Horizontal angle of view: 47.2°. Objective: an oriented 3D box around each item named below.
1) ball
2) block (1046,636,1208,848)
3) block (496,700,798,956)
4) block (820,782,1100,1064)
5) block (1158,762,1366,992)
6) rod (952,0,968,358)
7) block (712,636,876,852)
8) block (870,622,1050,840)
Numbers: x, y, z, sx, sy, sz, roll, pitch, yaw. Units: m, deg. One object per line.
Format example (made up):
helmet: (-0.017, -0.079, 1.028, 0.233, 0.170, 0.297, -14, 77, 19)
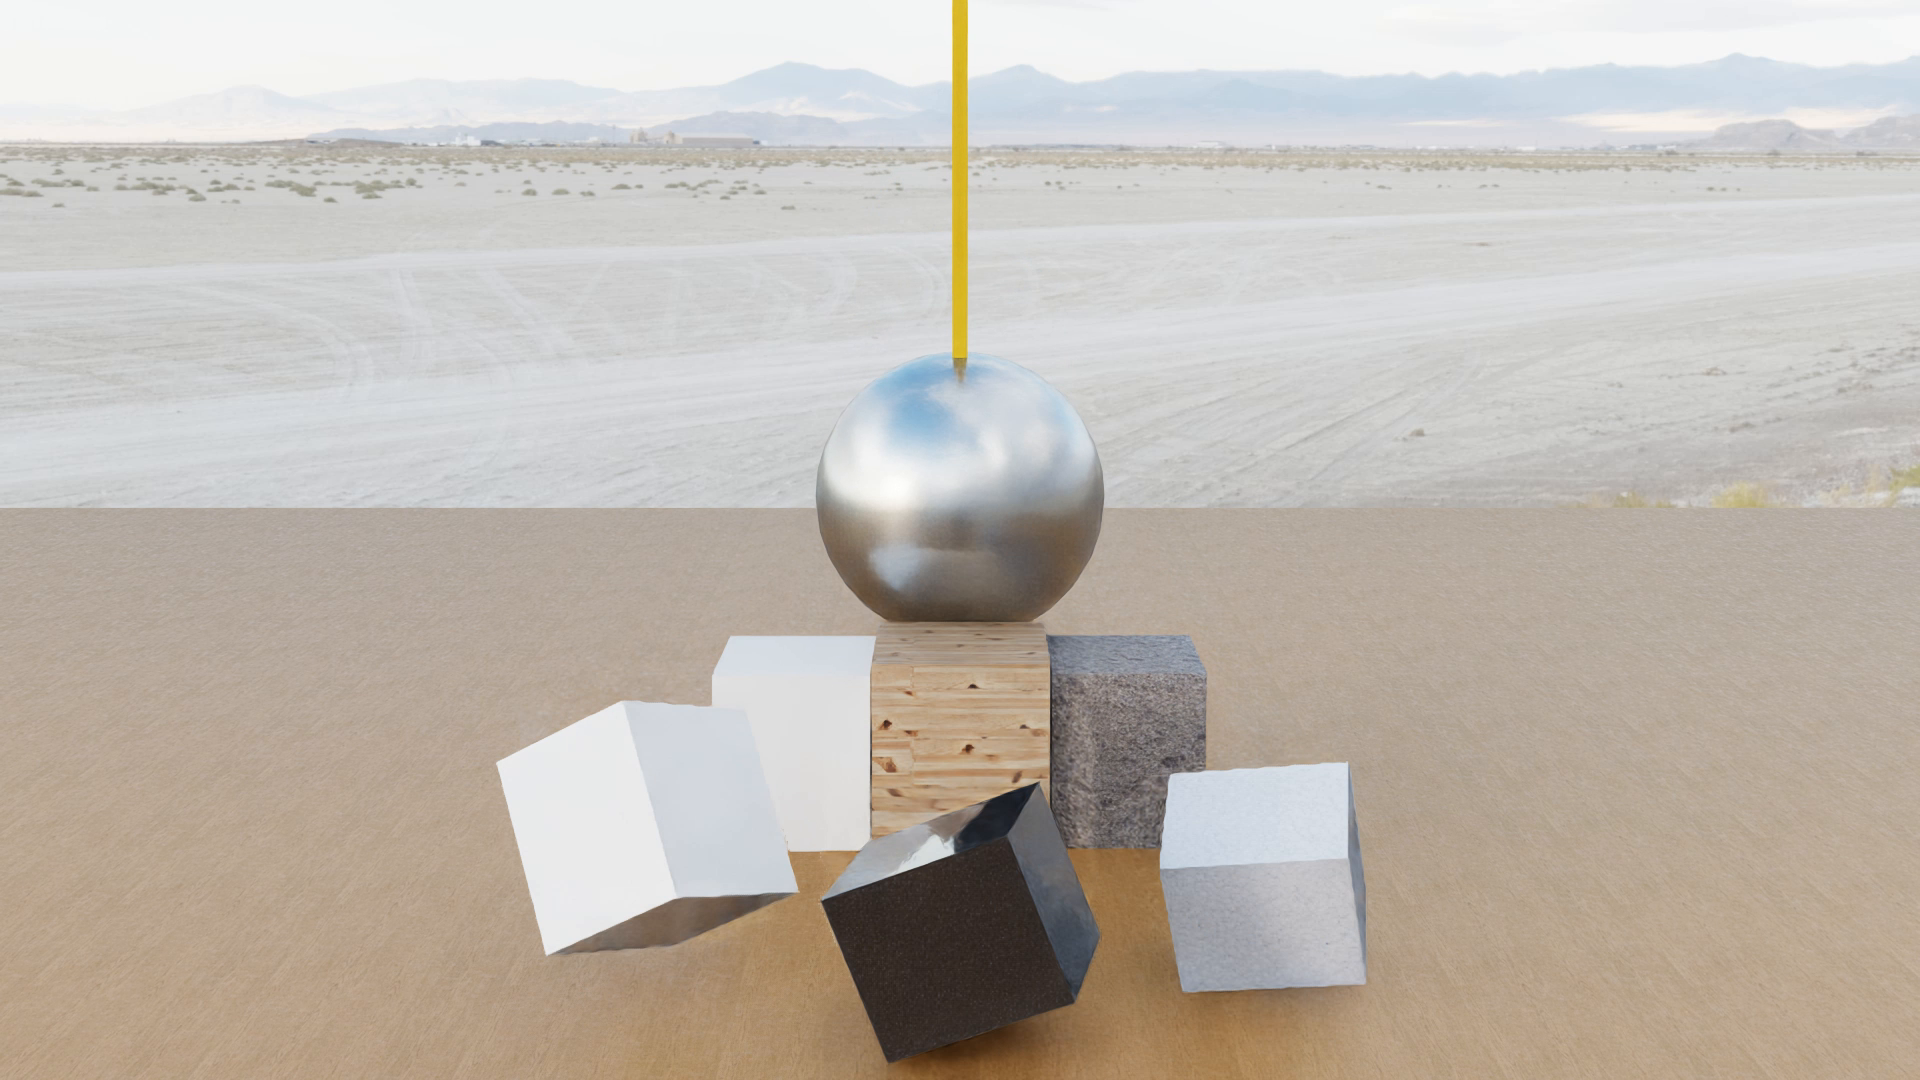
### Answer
ball: (0.000, -0.243, 12.159, 1.600, 1.600, 1.600, 0, 10, 0)
block: (0.840, 1.029, 11.382, 0.766, 0.904, 0.862, 0, 10, 0)
block: (-1.237, 1.147, 8.762, 0.658, 0.790, 0.813, -26, -19, 25)
block: (0.023, 1.485, 8.629, 0.773, 0.681, 0.775, -21, 4, 13)
block: (1.280, 1.410, 9.209, 0.758, 0.656, 0.641, -5, 29, 13)
rod: (0.000, -3.439, 10.998, 0.080, 5.200, 0.080, 0, 20, 0)
block: (-0.834, 1.034, 11.358, 0.778, 0.902, 0.894, 0, 10, 0)
block: (0.006, 1.001, 11.344, 0.881, 0.972, 0.973, 0, 10, 0)
